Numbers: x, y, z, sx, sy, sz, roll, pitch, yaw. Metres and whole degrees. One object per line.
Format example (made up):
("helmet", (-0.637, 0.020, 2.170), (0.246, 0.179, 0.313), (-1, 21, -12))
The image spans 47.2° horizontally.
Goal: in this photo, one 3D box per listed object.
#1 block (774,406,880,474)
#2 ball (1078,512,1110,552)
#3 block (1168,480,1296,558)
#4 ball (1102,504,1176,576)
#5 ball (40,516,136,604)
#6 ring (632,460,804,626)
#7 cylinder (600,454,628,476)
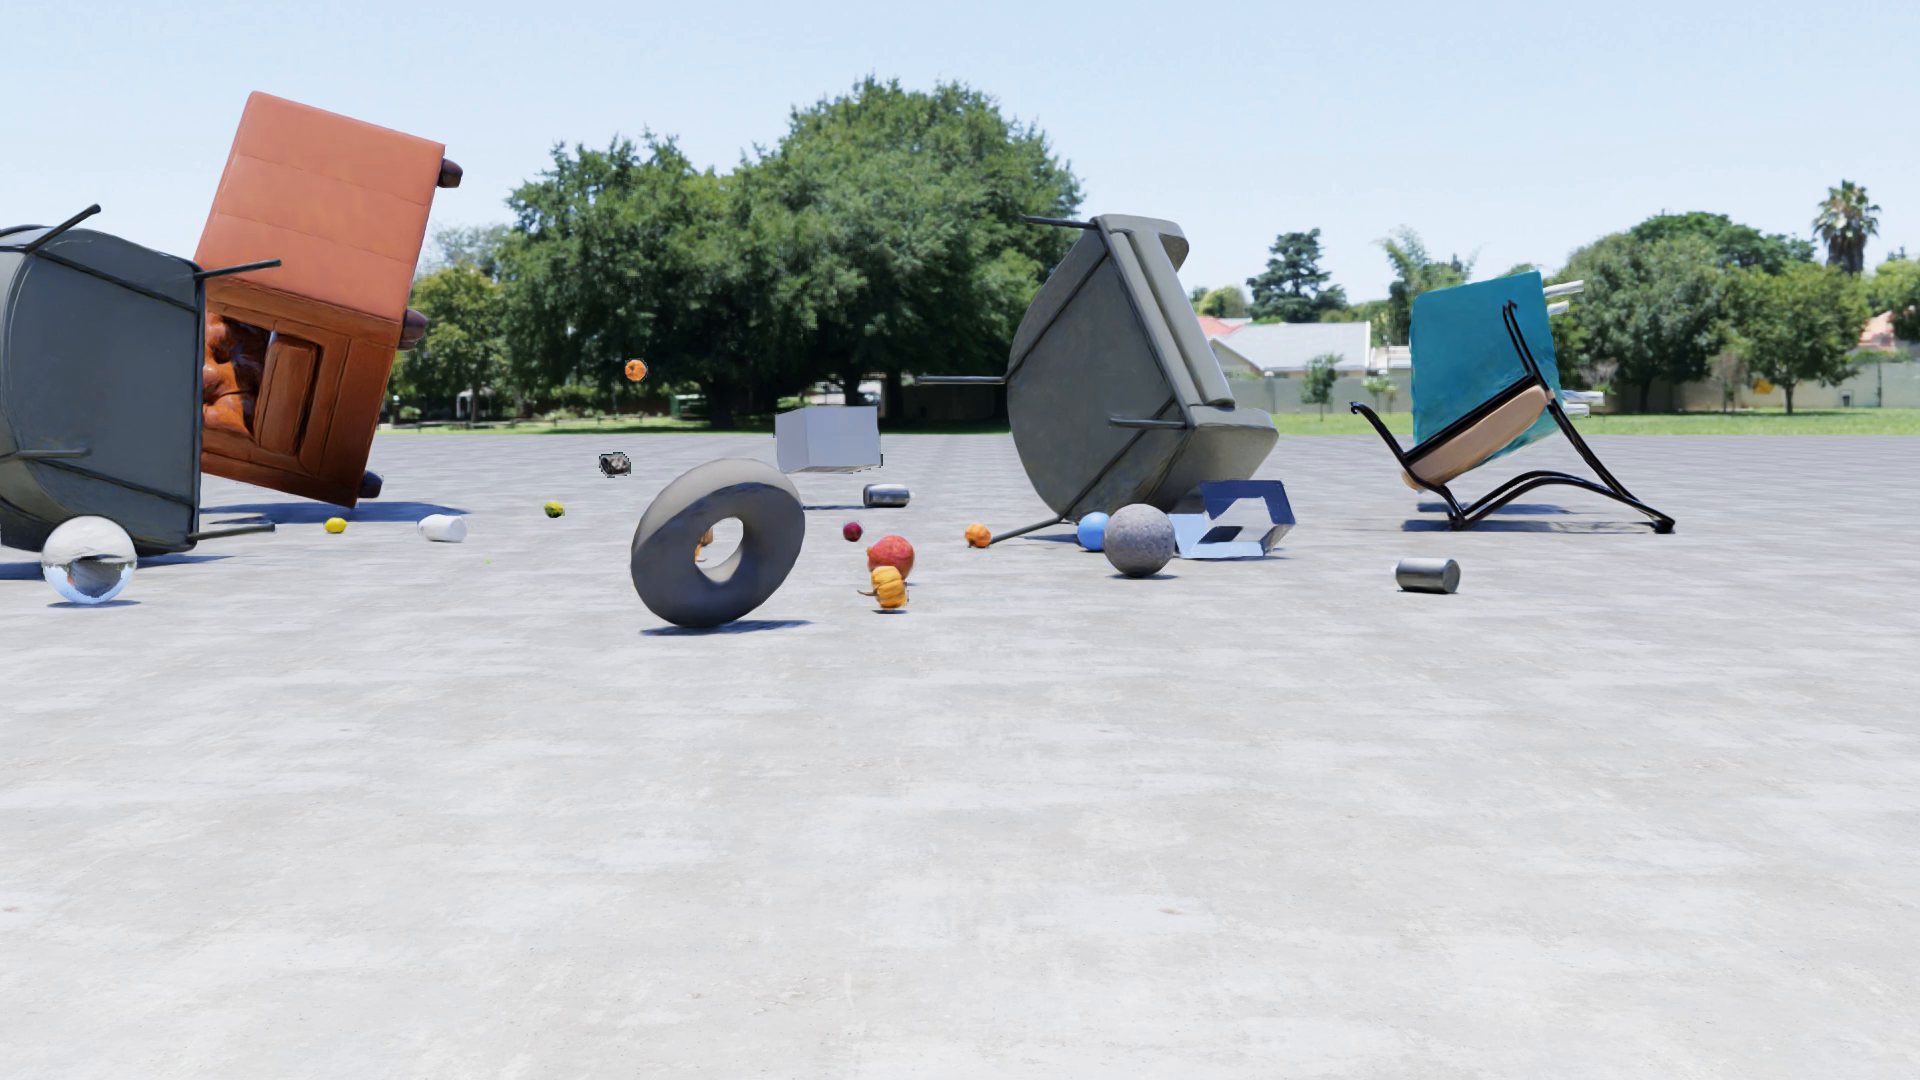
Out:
("block", (-0.503, -0.379, 8.341), (0.303, 0.223, 0.255), (-3, -3, -32))
("ball", (0.378, -0.022, 6.076), (0.109, 0.109, 0.109), (0, 4, 0))
("block", (0.721, -0.055, 5.833), (0.262, 0.136, 0.174), (-2, -28, -27))
("ball", (0.428, 0.000, 5.258), (0.176, 0.176, 0.176), (0, 4, 0))
("ball", (-1.818, 0.041, 4.592), (0.186, 0.186, 0.186), (0, 4, 0))
("ring", (-0.452, 0.006, 4.135), (0.381, 0.343, 0.097), (-10, 31, -40))
("cylinder", (-1.300, -0.282, 8.274), (0.061, 0.062, 0.116), (-12, 27, -32))
